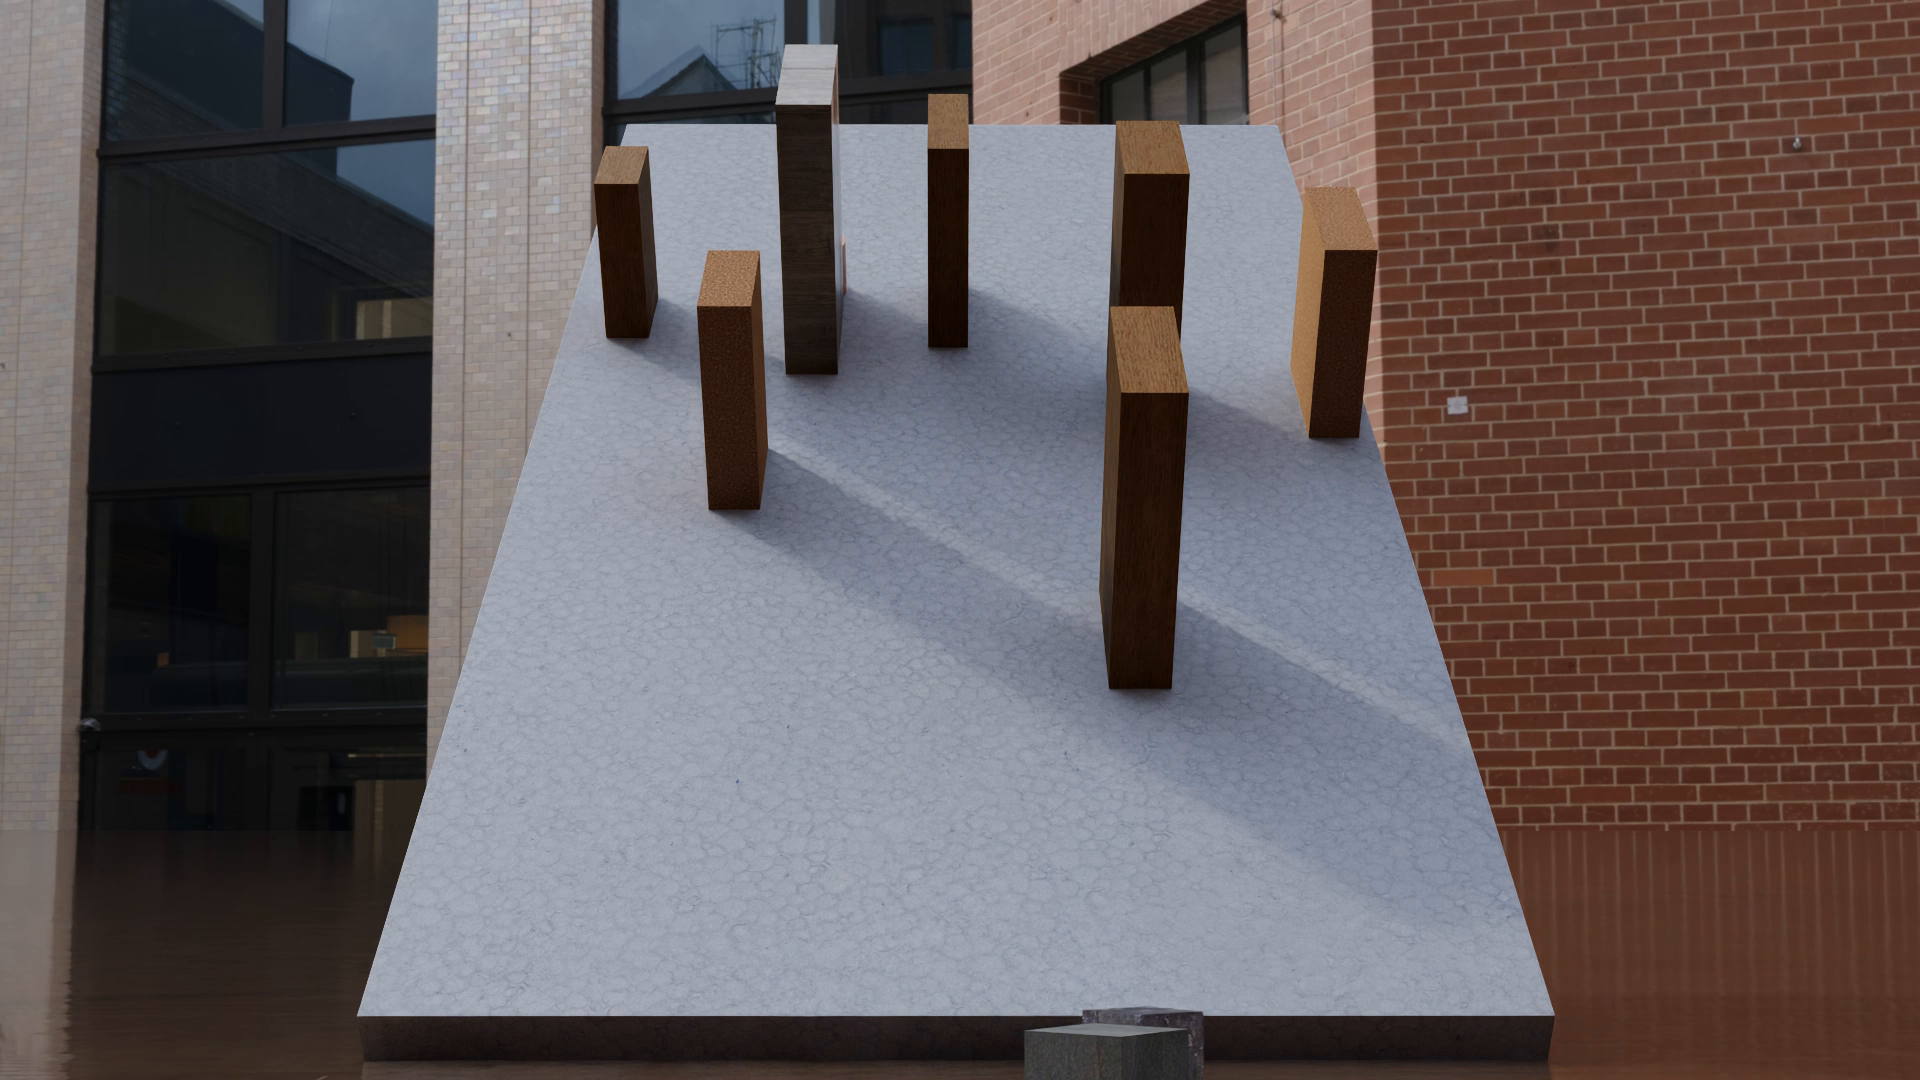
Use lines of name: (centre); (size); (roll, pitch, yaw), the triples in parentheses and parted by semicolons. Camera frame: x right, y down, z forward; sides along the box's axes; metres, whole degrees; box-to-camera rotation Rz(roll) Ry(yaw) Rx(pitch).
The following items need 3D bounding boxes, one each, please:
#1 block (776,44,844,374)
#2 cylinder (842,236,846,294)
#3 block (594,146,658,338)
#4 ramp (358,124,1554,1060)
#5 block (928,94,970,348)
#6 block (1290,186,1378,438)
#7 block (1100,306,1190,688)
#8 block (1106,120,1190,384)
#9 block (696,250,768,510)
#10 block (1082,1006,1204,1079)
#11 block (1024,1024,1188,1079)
block: (-0.369, -0.820, 6.043); (0.130, 0.708, 0.408); (0, 31, 0)
cylinder: (-0.374, -0.723, 6.425); (0.146, 0.146, 0.146); (0, 31, 0)
block: (-0.850, -0.761, 6.216); (0.109, 0.424, 0.245); (0, 31, 0)
ramp: (-0.014, -0.199, 5.799); (2.000, 0.100, 4.000); (0, 31, 0)
block: (-0.030, -0.814, 6.200); (0.101, 0.538, 0.367); (0, 31, 0)
block: (0.888, -0.545, 5.811); (0.120, 0.486, 0.363); (0, 31, 0)
block: (0.362, -0.084, 4.868); (0.126, 0.670, 0.369); (0, 31, 0)
block: (0.437, -0.609, 5.731); (0.146, 0.676, 0.317); (0, 31, 0)
block: (-0.508, -0.360, 5.476); (0.116, 0.506, 0.288); (0, 31, 0)
block: (0.268, 0.753, 3.565); (0.125, 0.125, 0.125); (5, -8, -35)
block: (0.181, 0.676, 2.995); (0.145, 0.145, 0.145); (-5, -9, 38)
